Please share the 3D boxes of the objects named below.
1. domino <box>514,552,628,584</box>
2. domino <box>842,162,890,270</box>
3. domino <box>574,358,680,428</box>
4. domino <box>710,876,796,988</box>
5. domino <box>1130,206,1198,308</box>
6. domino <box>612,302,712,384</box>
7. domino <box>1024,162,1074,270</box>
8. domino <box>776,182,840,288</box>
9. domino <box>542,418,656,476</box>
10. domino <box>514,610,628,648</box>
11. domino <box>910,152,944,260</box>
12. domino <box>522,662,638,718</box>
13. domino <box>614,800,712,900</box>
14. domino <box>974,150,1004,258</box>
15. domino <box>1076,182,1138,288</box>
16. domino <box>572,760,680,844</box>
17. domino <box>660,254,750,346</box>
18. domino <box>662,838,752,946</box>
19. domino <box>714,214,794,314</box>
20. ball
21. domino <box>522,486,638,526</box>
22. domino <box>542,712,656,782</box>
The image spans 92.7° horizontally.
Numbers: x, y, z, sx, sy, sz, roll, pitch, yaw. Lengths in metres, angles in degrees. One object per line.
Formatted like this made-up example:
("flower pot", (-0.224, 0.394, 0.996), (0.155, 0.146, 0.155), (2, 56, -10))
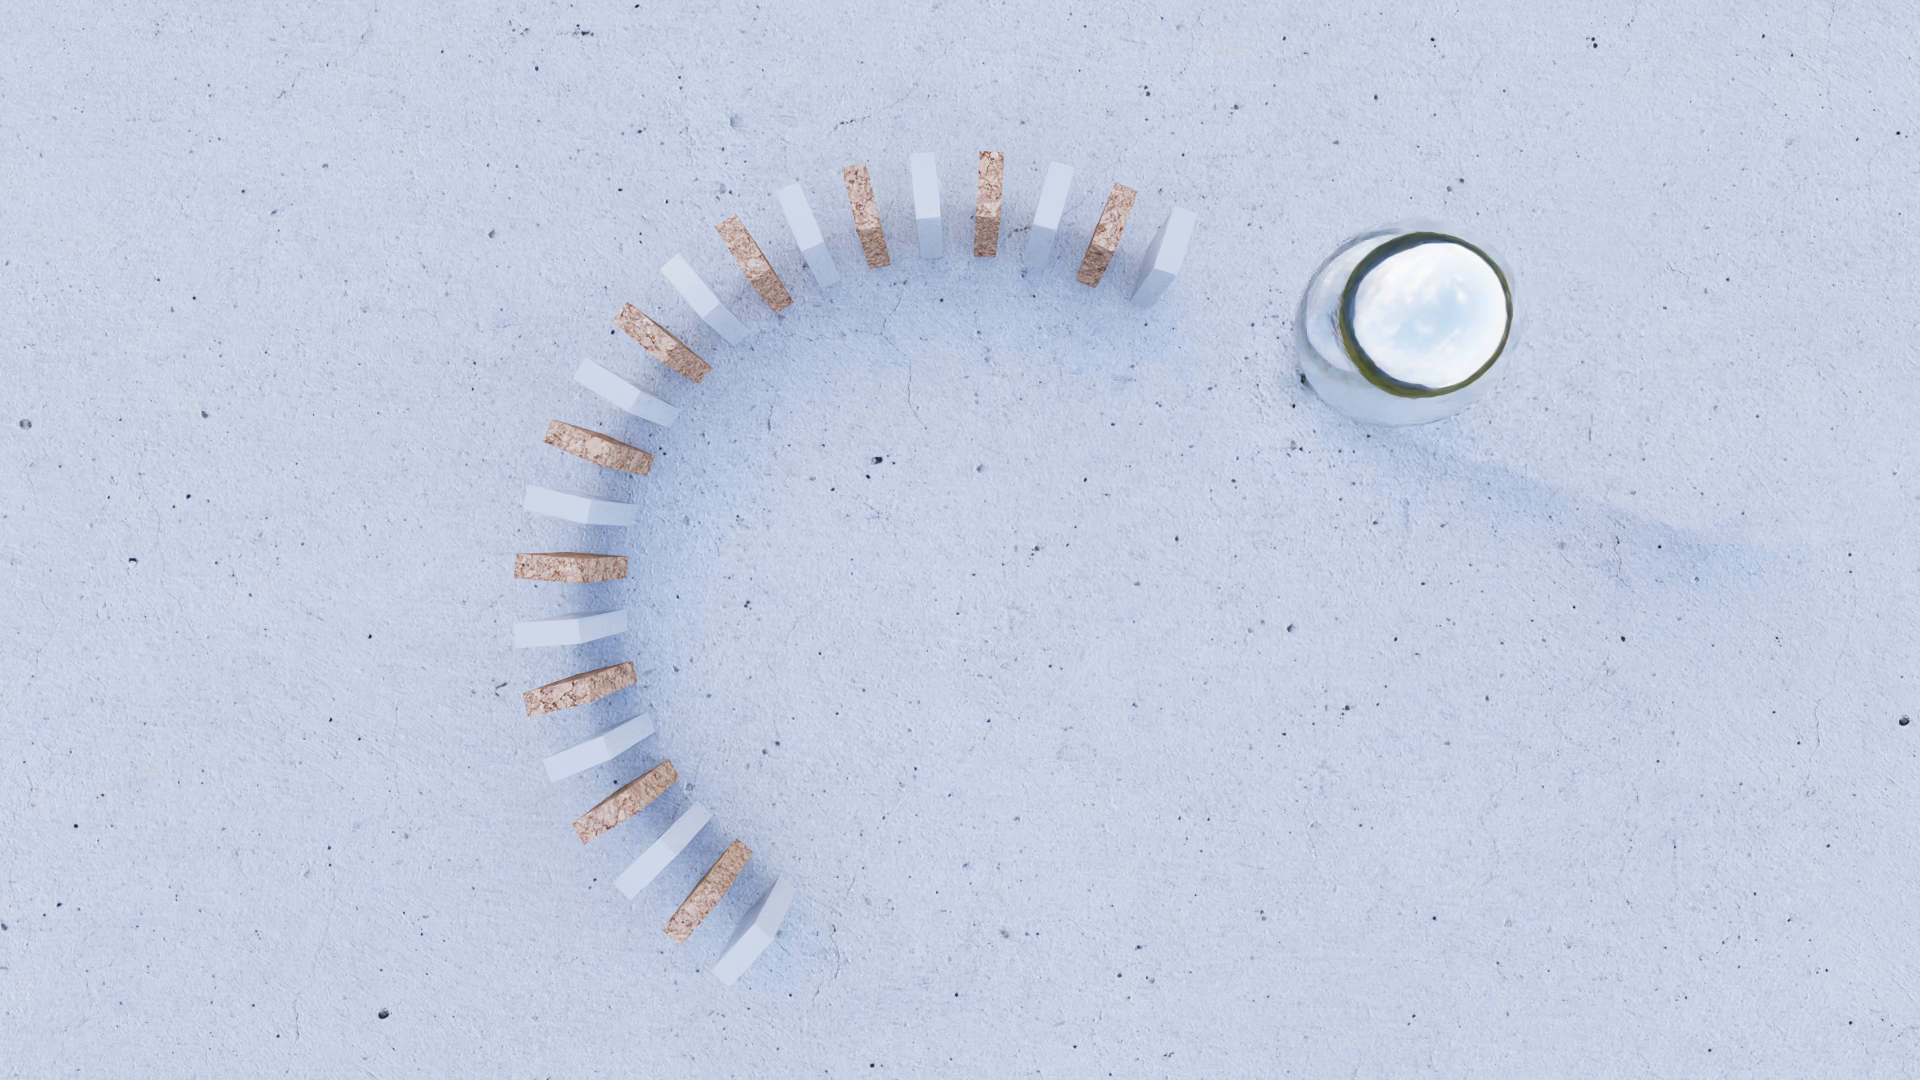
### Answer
("domino", (-0.158, 0.011, 0.375), (0.025, 0.050, 0.010), (5, 90, 0))
("domino", (-0.038, -0.131, 0.375), (0.010, 0.050, 0.025), (-14, 90, 0))
("domino", (-0.135, -0.059, 0.375), (0.025, 0.050, 0.010), (31, 90, 0))
("domino", (-0.083, 0.159, 0.375), (0.010, 0.050, 0.025), (42, 90, 0))
("domino", (0.082, -0.114, 0.375), (0.009, 0.050, 0.025), (18, 90, 0))
("domino", (-0.121, -0.079, 0.375), (0.025, 0.050, 0.009), (40, 90, 0))
("domino", (0.036, -0.131, 0.375), (0.009, 0.050, 0.025), (16, 90, 0))
("domino", (-0.061, -0.123, 0.375), (0.010, 0.050, 0.025), (-23, 90, 0))
("domino", (-0.146, -0.037, 0.375), (0.025, 0.050, 0.009), (23, 90, 0))
("domino", (-0.158, 0.036, 0.375), (0.025, 0.050, 0.009), (-4, 90, 0))
("domino", (-0.013, -0.135, 0.375), (0.009, 0.050, 0.025), (-6, 90, 0))
("domino", (-0.154, 0.060, 0.375), (0.025, 0.050, 0.009), (-14, 90, 0))
("domino", (-0.120, 0.126, 0.375), (0.025, 0.050, 0.009), (-44, 90, 0))
("domino", (0.012, -0.136, 0.375), (0.009, 0.050, 0.025), (3, 90, 0))
("domino", (0.059, -0.123, 0.375), (0.009, 0.050, 0.025), (21, 90, 0))
("domino", (-0.135, 0.106, 0.375), (0.025, 0.050, 0.010), (-31, 90, 0))
("domino", (-0.103, -0.097, 0.375), (0.010, 0.050, 0.025), (-41, 90, 0))
("domino", (-0.102, 0.143, 0.375), (0.010, 0.050, 0.025), (41, 90, 0))
("domino", (-0.083, -0.112, 0.375), (0.009, 0.050, 0.025), (-32, 90, 0))
("ball", (0.174, -0.084, 0.360), (0.080, 0.080, 0.080), (0, 90, 0))
("domino", (-0.154, -0.014, 0.375), (0.025, 0.050, 0.010), (13, 90, 0))
("domino", (-0.146, 0.084, 0.375), (0.025, 0.050, 0.009), (-22, 90, 0))
